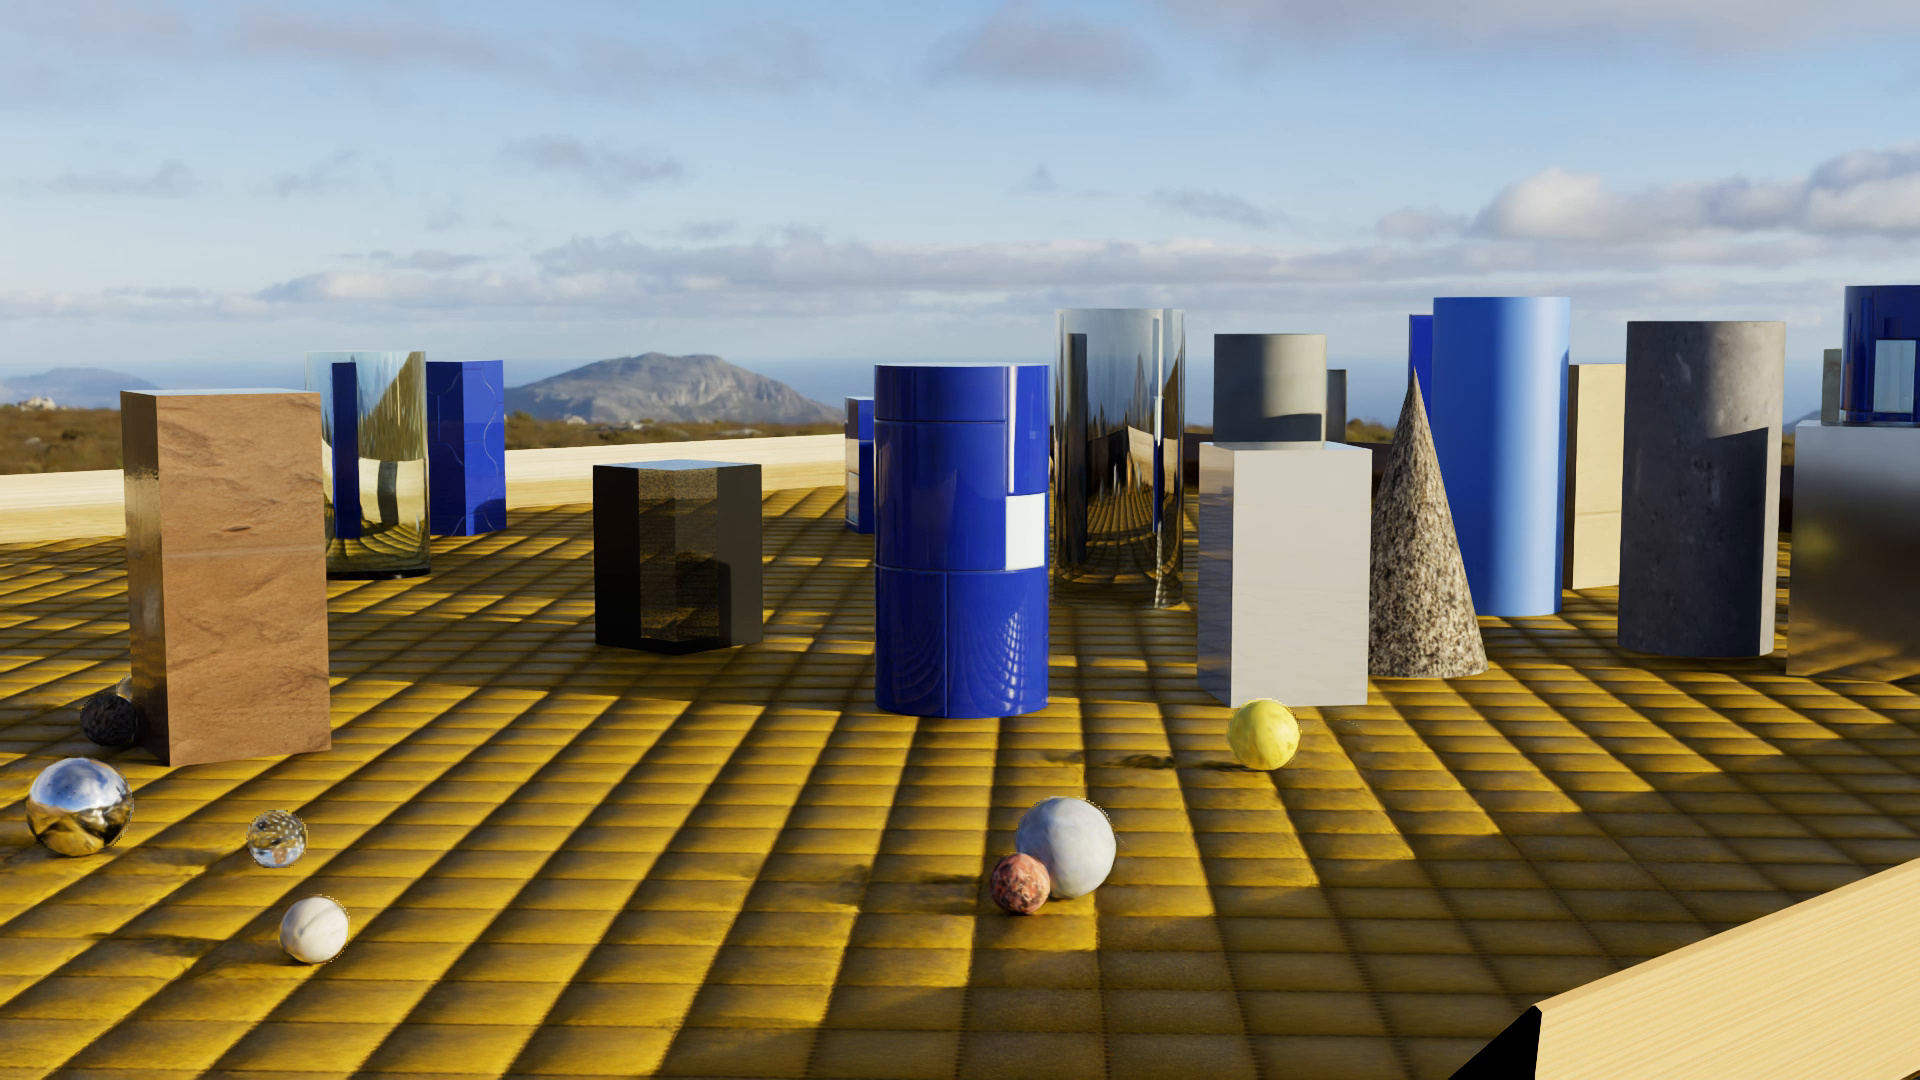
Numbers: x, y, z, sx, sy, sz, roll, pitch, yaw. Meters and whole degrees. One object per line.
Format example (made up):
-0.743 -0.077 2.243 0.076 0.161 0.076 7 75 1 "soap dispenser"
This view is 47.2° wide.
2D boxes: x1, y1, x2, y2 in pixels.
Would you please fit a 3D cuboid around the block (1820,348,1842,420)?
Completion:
1.484 -0.116 3.545 0.158 0.383 0.158 4 7 32 "block"

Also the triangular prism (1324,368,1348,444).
0.656 -0.170 4.306 0.171 0.333 0.148 0 6 0 "triangular prism"

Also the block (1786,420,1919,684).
1.115 0.010 2.714 0.158 0.306 0.158 3 7 24 "block"

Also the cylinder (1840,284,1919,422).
1.361 -0.122 3.144 0.198 0.480 0.198 0 6 0 "cylinder"

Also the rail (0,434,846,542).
-1.271 -0.109 4.702 4.066 0.129 0.045 -5 8 -42 "rail"

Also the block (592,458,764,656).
-0.377 0.019 2.944 0.158 0.240 0.158 5 8 39 "block"

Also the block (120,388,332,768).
-0.749 0.030 2.242 0.158 0.363 0.158 -4 7 -32 "block"

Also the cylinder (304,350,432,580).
-1.000 -0.130 3.715 0.198 0.377 0.198 0 6 0 "cylinder"

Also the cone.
0.565 -0.030 2.752 0.198 0.376 0.198 0 6 0 "cone"

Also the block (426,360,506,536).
-1.028 -0.189 4.435 0.158 0.345 0.158 2 6 18 "block"

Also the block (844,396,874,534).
-0.142 -0.155 4.473 0.158 0.268 0.158 -1 6 -13 "block"

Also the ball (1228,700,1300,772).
0.295 0.190 2.134 0.068 0.068 0.068 0 6 0 "ball"

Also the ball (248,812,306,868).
-0.548 0.240 1.763 0.045 0.045 0.045 0 6 0 "ball"

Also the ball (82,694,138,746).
-0.870 0.185 2.251 0.053 0.053 0.053 0 6 0 "ball"

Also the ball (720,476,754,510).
-0.500 -0.106 4.925 0.078 0.078 0.078 0 6 0 "ball"

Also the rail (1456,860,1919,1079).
1.271 0.176 1.962 4.066 0.129 0.045 -5 8 -42 "rail"

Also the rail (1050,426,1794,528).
1.477 -0.108 4.687 0.045 0.129 3.796 -5 8 -42 "rail"

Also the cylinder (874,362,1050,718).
0.002 -0.006 2.485 0.198 0.385 0.198 0 6 0 "cylinder"

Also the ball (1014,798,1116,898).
0.080 0.234 1.671 0.076 0.076 0.076 0 6 0 "ball"

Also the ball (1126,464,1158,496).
0.441 -0.146 5.322 0.075 0.075 0.075 0 6 0 "ball"

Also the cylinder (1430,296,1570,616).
0.803 -0.129 3.285 0.198 0.464 0.198 0 6 0 "cylinder"

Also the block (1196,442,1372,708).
0.372 0.036 2.545 0.158 0.289 0.158 -1 6 -8 "block"

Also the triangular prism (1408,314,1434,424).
0.897 -0.185 3.947 0.171 0.438 0.148 2 6 16 "triangular prism"

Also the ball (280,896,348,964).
-0.442 0.267 1.506 0.045 0.045 0.045 0 6 0 "ball"

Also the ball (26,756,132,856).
-0.723 0.218 1.803 0.081 0.081 0.081 0 6 0 "ball"

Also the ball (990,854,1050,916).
0.044 0.255 1.626 0.045 0.045 0.045 0 6 0 "ball"

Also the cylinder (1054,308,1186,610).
0.242 -0.128 3.349 0.198 0.447 0.198 0 6 0 "cylinder"

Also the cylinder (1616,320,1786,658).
0.978 -0.073 2.906 0.198 0.430 0.198 0 6 0 "cylinder"

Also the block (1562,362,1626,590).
1.003 -0.111 3.613 0.158 0.359 0.158 -4 7 -34 "block"

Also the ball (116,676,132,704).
-0.904 0.171 2.423 0.046 0.046 0.046 0 6 0 "ball"

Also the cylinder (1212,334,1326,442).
0.549 -0.164 3.912 0.198 0.403 0.198 0 6 0 "cylinder"

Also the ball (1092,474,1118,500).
0.343 -0.125 5.205 0.058 0.058 0.058 0 6 0 "ball"
